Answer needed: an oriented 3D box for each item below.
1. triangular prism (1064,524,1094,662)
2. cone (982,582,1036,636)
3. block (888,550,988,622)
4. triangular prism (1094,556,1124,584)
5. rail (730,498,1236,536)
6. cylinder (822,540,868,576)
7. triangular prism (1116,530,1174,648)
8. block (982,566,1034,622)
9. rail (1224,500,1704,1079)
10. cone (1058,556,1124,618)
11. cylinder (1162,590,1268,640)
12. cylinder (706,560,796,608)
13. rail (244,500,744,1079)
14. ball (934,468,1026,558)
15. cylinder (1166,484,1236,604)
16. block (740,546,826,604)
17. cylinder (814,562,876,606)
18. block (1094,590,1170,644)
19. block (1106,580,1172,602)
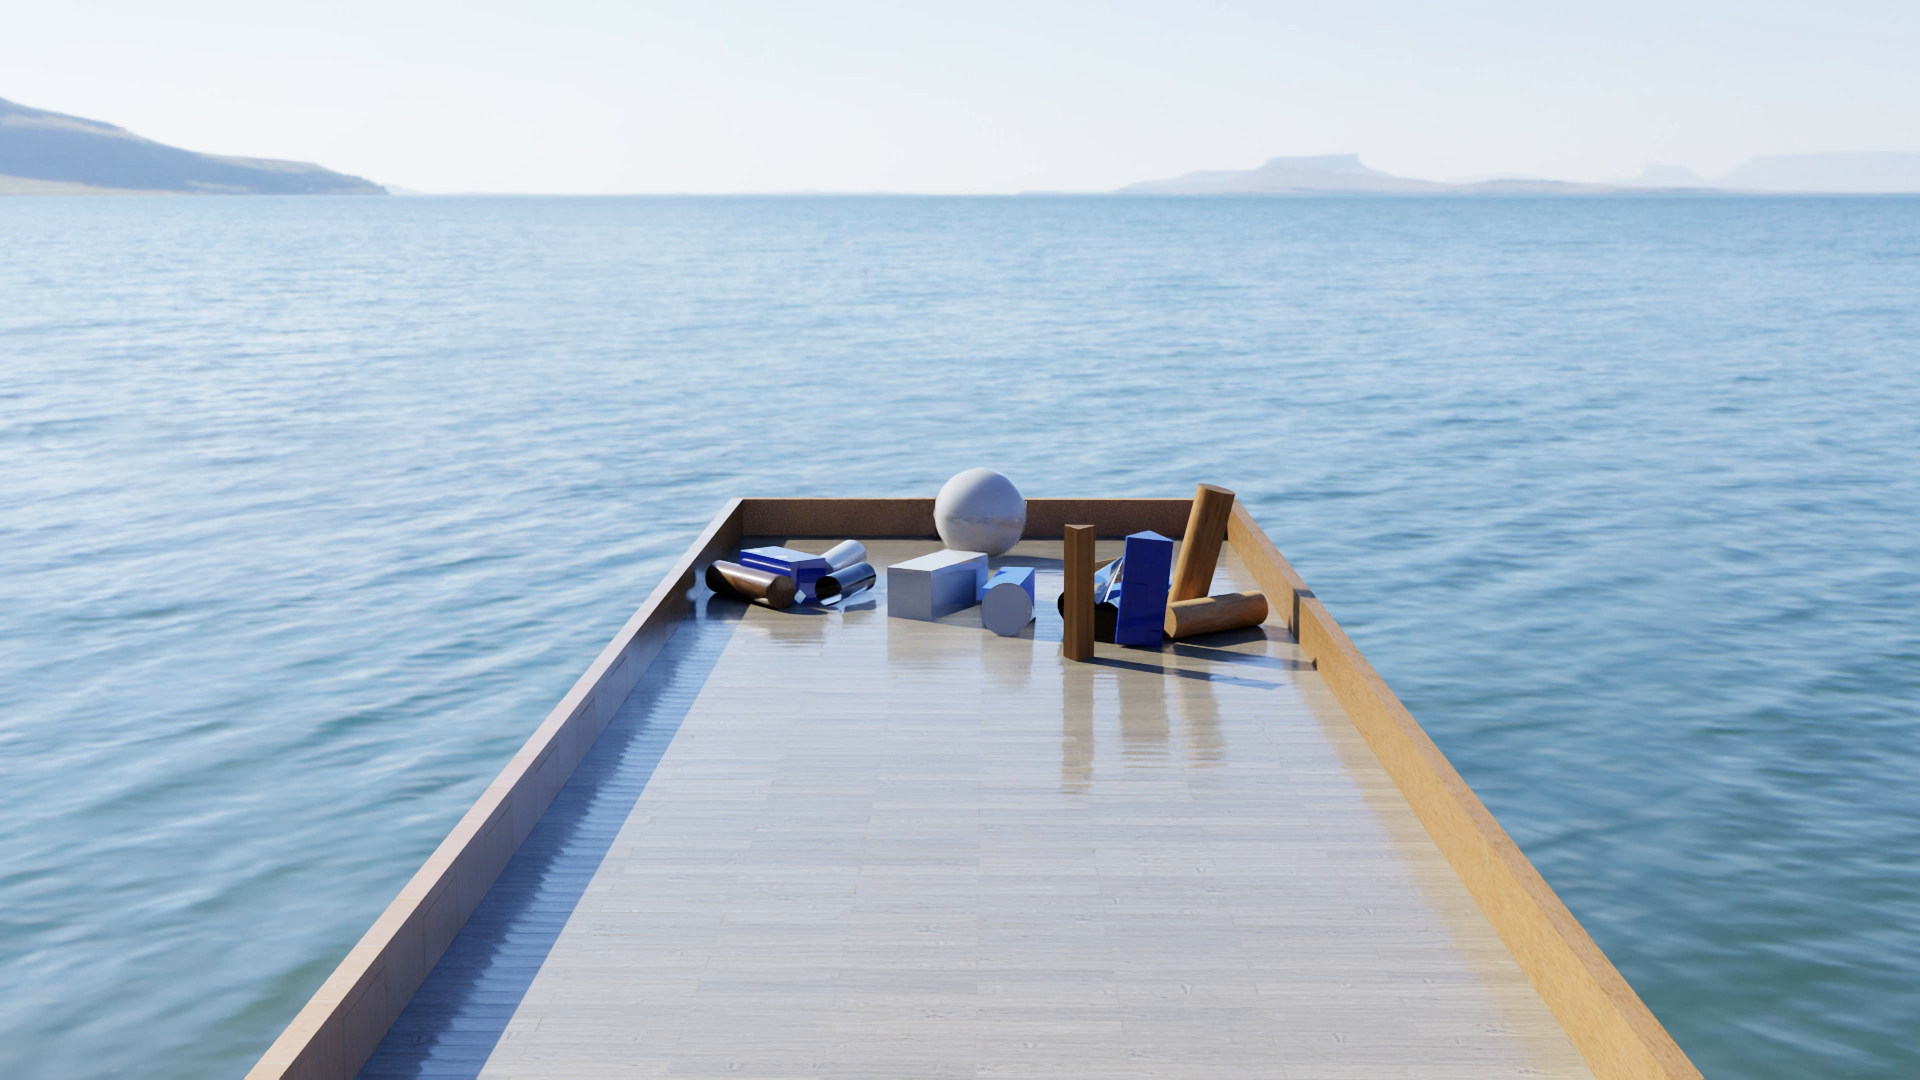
[{"bbox_3d":[0.351,0.159,6.705,0.080,0.407,0.093,6,11,35],"label":"triangular prism"},{"bbox_3d":[0.202,0.240,7.224,0.172,0.172,0.336,3,-5,19],"label":"cone"},{"bbox_3d":[-0.073,0.152,7.511,0.169,0.169,0.405,5,10,28],"label":"block"},{"bbox_3d":[0.549,0.129,7.748,0.154,0.133,0.415,8,12,42],"label":"triangular prism"},{"bbox_3d":[0.099,-0.098,9.147,2.100,0.150,0.050,0,9,1],"label":"rail"},{"bbox_3d":[-0.454,0.096,8.001,0.125,0.125,0.450,2,9,12],"label":"cylinder"},{"bbox_3d":[0.578,0.150,6.917,0.145,0.342,0.126,6,12,3],"label":"triangular prism"},{"bbox_3d":[0.167,0.184,7.489,0.113,0.113,0.430,2,9,10],"label":"block"},{"bbox_3d":[1.046,0.843,3.208,0.050,0.150,12.000,0,9,1],"label":"rail"},{"bbox_3d":[0.470,0.138,7.273,0.151,0.151,0.376,5,30,29],"label":"cone"},{"bbox_3d":[0.811,0.241,7.118,0.408,0.116,0.116,-7,11,-37],"label":"cylinder"},{"bbox_3d":[-0.733,0.154,7.671,0.116,0.116,0.400,-7,11,-38],"label":"cylinder"},{"bbox_3d":[-1.004,0.839,3.234,0.050,0.150,12.000,0,9,1],"label":"rail"},{"bbox_3d":[0.077,-0.101,8.514,0.355,0.355,0.355,0,9,0],"label":"ball"},{"bbox_3d":[0.780,0.051,7.178,0.125,0.456,0.125,13,11,-3],"label":"cylinder"},{"bbox_3d":[-0.625,0.123,7.755,0.150,0.150,0.316,-7,11,-38],"label":"block"},{"bbox_3d":[-0.400,0.153,7.717,0.104,0.104,0.300,3,10,20],"label":"cylinder"},{"bbox_3d":[0.554,0.242,7.153,0.102,0.102,0.441,5,10,29],"label":"block"},{"bbox_3d":[0.586,0.201,7.425,0.332,0.100,0.100,-5,10,-30],"label":"block"}]
